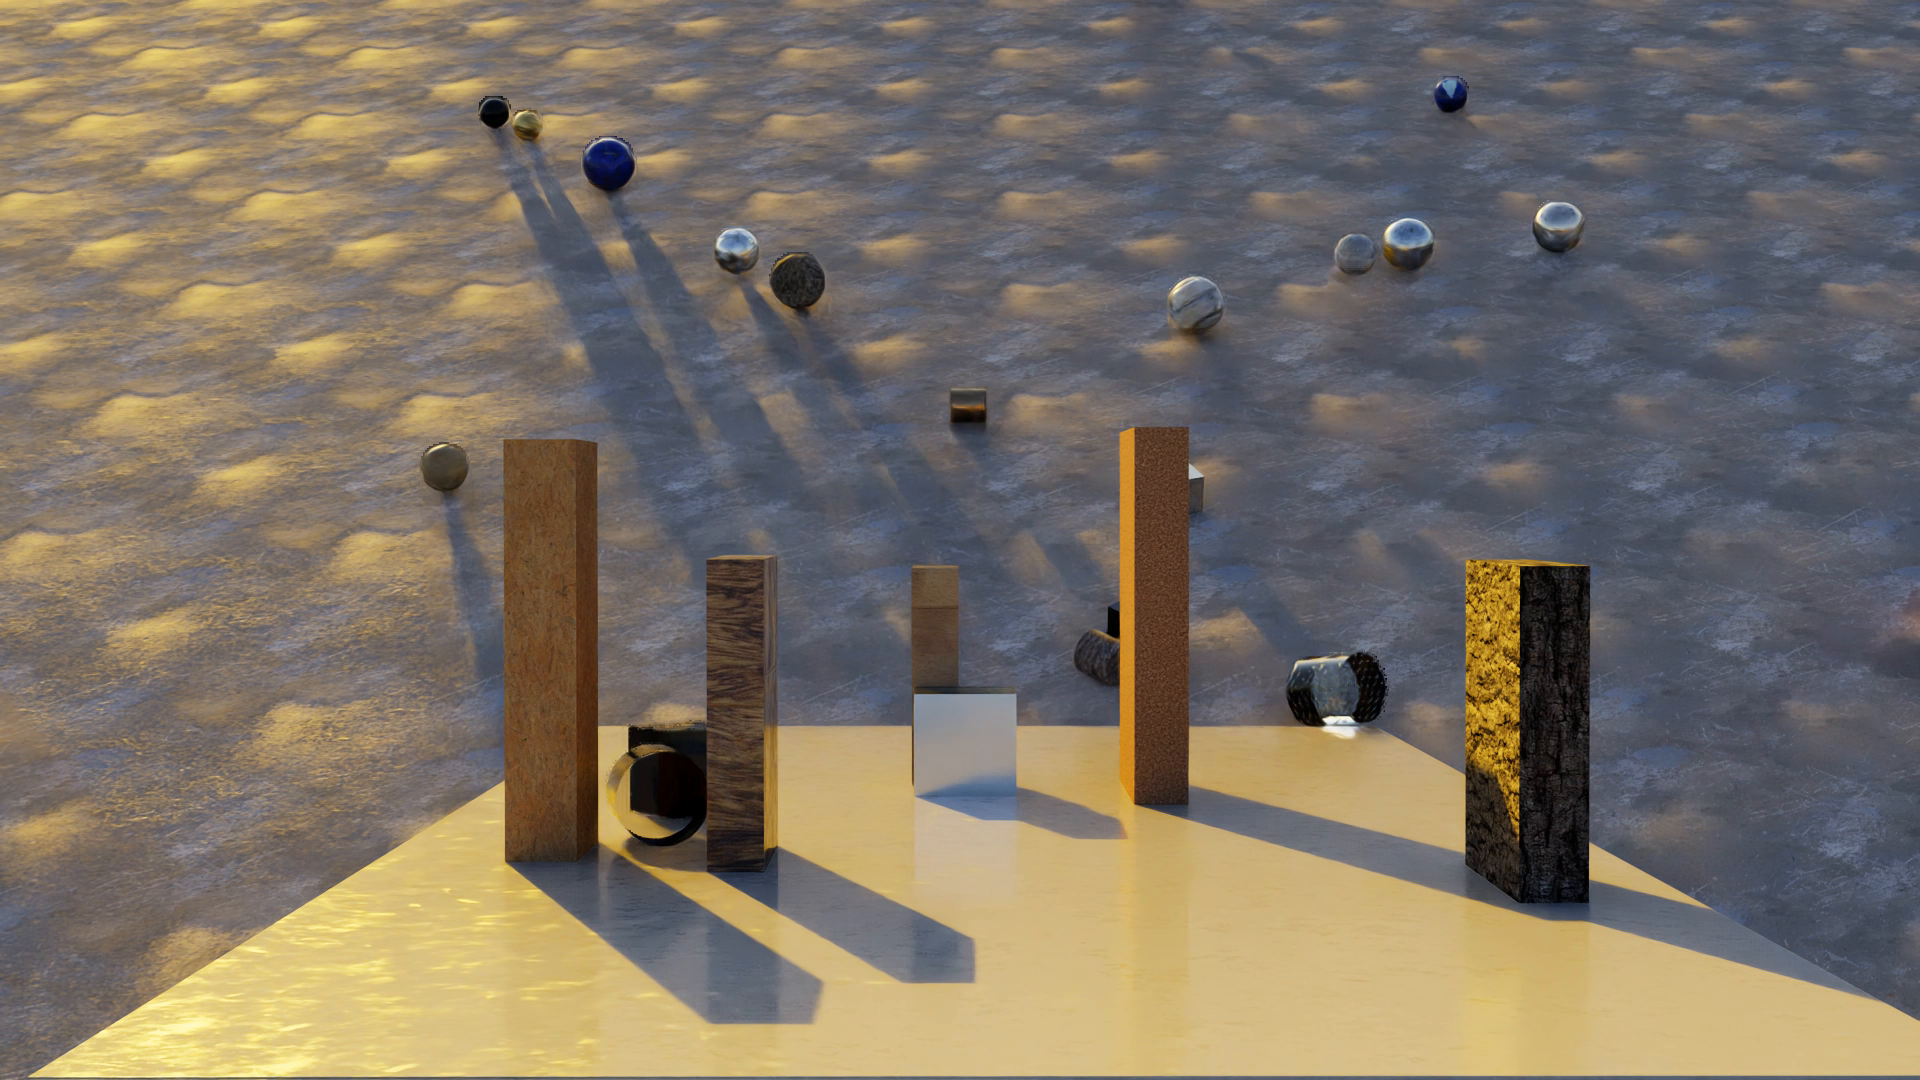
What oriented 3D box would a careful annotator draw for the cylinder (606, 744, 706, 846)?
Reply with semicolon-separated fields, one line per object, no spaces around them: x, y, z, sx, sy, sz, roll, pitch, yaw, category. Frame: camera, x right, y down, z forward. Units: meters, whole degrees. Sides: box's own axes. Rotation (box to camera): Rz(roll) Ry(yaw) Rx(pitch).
-0.513;0.432;4.387;0.157;0.157;0.157;-7;3;-13;cylinder

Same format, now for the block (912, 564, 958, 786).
-0.051;0.275;5.364;0.095;0.439;0.276;0;1;0;block

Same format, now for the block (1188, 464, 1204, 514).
0.662;-0.154;7.874;0.119;0.119;0.119;-11;29;-20;block

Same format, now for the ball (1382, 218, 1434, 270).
1.670;-1.101;9.623;0.194;0.194;0.194;0;27;0;ball

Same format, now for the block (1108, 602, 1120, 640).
0.497;0.241;7.098;0.130;0.130;0.130;-23;35;-37;block

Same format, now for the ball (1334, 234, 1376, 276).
1.469;-1.060;9.588;0.155;0.155;0.155;0;27;0;ball

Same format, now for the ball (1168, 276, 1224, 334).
0.830;-0.827;9.090;0.197;0.197;0.197;0;27;0;ball

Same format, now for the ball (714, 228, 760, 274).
-0.830;-1.075;9.599;0.169;0.169;0.169;0;27;0;ball

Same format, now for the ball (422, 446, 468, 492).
-1.592;-0.222;7.978;0.143;0.143;0.143;0;27;0;ball

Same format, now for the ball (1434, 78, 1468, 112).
2.146;-1.947;11.309;0.147;0.147;0.147;0;27;0;ball

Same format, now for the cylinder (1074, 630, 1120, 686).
0.391;0.317;6.965;0.118;0.118;0.118;24;36;38;cylinder

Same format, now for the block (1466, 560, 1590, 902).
0.851;0.276;3.894;0.101;0.483;0.390;0;1;0;block

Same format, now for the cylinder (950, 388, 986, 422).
0.028;-0.440;8.429;0.114;0.114;0.114;0;27;2;cylinder

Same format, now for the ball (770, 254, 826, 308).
-0.583;-0.931;9.294;0.195;0.195;0.195;0;27;0;ball

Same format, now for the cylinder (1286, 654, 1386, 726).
0.972;0.388;6.677;0.180;0.180;0.180;-25;10;-39;cylinder

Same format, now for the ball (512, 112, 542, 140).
-1.837;-1.759;10.972;0.124;0.124;0.124;0;27;0;ball

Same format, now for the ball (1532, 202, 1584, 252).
2.269;-1.187;9.789;0.193;0.193;0.193;0;27;0;ball

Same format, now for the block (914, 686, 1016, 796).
0.010;0.398;5.128;0.200;0.200;0.200;0;1;0;block

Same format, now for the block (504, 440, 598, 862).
-0.670;0.175;4.244;0.115;0.675;0.247;0;1;0;block

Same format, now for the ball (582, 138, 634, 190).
-1.416;-1.513;10.404;0.208;0.208;0.208;0;27;0;ball

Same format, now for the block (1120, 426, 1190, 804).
0.381;0.140;5.106;0.103;0.715;0.435;0;1;0;block

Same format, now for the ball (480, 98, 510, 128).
-2.005;-1.840;11.124;0.128;0.128;0.128;0;27;0;ball

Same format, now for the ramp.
0.062;0.557;4.594;2.000;0.100;4.000;0;1;0;ramp

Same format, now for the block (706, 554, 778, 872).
-0.349;0.271;4.160;0.089;0.486;0.308;0;1;0;block

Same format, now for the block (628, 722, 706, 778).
-0.517;0.426;4.842;0.153;0.153;0.153;-1;1;-36;block
